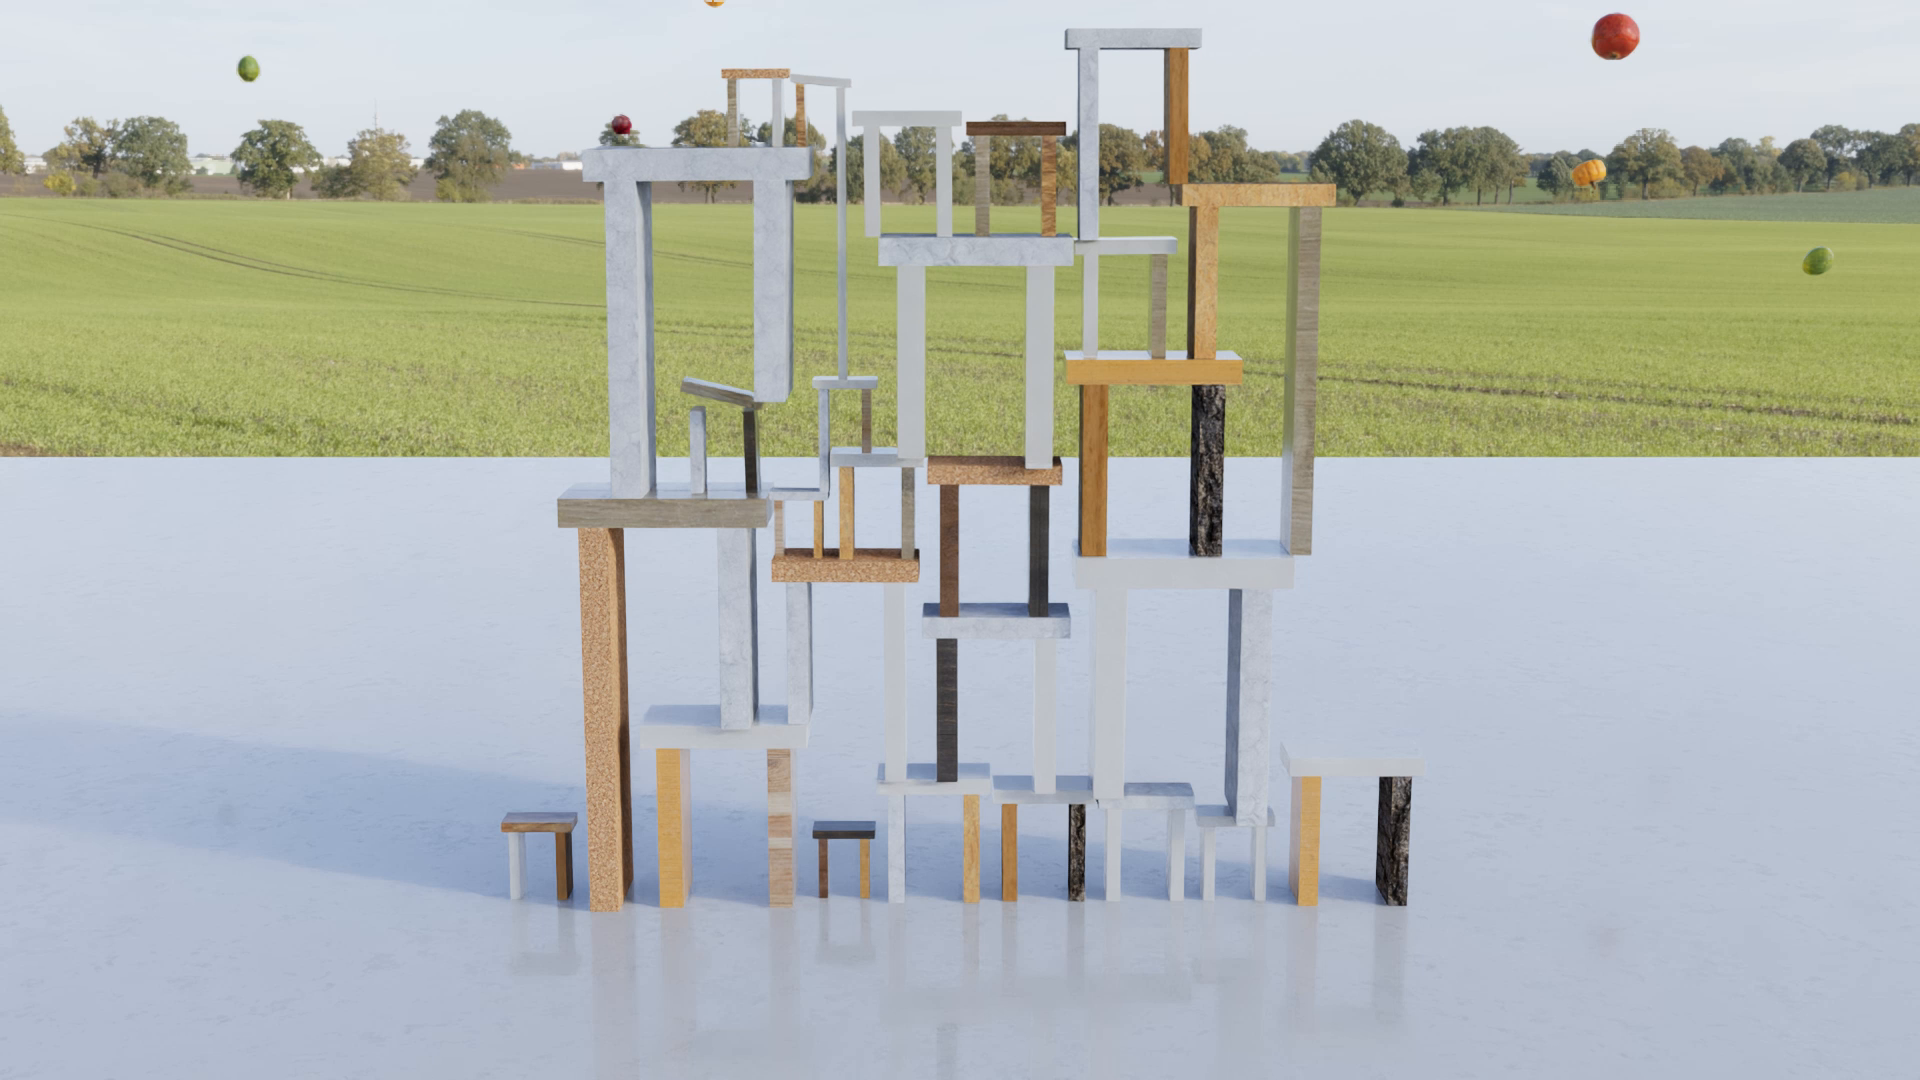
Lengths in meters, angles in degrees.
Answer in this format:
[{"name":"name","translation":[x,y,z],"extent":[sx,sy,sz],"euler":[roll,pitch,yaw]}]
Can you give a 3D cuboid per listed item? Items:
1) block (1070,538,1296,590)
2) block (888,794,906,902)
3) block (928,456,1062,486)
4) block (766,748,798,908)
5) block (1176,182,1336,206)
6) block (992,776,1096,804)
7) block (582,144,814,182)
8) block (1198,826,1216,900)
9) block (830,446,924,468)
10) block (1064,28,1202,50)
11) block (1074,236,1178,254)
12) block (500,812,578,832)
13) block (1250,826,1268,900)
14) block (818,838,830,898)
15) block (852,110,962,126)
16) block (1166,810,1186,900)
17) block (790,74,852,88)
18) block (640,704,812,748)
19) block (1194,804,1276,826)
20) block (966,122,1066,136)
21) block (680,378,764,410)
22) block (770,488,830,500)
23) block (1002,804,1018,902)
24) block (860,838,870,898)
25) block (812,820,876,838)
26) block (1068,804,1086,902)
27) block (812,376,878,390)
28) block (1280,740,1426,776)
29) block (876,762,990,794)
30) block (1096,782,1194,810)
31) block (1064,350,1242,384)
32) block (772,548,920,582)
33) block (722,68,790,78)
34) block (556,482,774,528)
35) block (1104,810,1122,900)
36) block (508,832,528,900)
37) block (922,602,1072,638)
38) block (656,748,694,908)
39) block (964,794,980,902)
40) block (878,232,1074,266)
[{"name":"block","translation":[0.357,0.037,3.566],"extent":[0.347,0.049,0.173],"euler":[0,11,0]},{"name":"block","translation":[-0.105,0.498,3.654],"extent":[0.026,0.185,0.093],"euler":[0,10,0]},{"name":"block","translation":[0.055,-0.112,3.538],"extent":[0.215,0.030,0.108],"euler":[0,11,0]},{"name":"block","translation":[-0.293,0.457,3.646],"extent":[0.038,0.269,0.135],"euler":[0,11,0]},{"name":"block","translation":[0.462,-0.544,3.455],"extent":[0.237,0.034,0.118],"euler":[0,11,0]},{"name":"block","translation":[0.138,0.413,3.641],"extent":[0.167,0.024,0.084],"euler":[0,11,0]},{"name":"block","translation":[-0.406,-0.591,3.444],"extent":[0.342,0.048,0.171],"euler":[-1,12,0]},{"name":"block","translation":[0.411,0.528,3.655],"extent":[0.018,0.128,0.064],"euler":[0,11,0]},{"name":"block","translation":[-0.133,-0.133,3.536],"extent":[0.149,0.021,0.075],"euler":[0,11,0]},{"name":"block","translation":[0.268,-0.777,3.411],"extent":[0.206,0.029,0.103],"euler":[0,11,0]},{"name":"block","translation":[0.259,-0.464,3.470],"extent":[0.161,0.023,0.081],"euler":[0,11,1]},{"name":"block","translation":[-0.697,0.468,3.646],"extent":[0.116,0.016,0.058],"euler":[0,11,0]},{"name":"block","translation":[0.496,0.528,3.655],"extent":[0.018,0.128,0.064],"euler":[0,11,0]},{"name":"block","translation":[-0.226,0.539,3.663],"extent":[0.015,0.103,0.051],"euler":[0,11,0]},{"name":"block","translation":[-0.082,-0.658,3.431],"extent":[0.169,0.024,0.085],"euler":[0,11,0]},{"name":"block","translation":[0.358,0.512,3.658],"extent":[0.022,0.158,0.079],"euler":[0,11,0]},{"name":"block","translation":[-0.216,-0.713,3.417],"extent":[0.095,0.013,0.047],"euler":[4,11,-3]},{"name":"block","translation":[-0.383,0.306,3.617],"extent":[0.269,0.038,0.135],"euler":[0,11,0]},{"name":"block","translation":[0.454,0.456,3.640],"extent":[0.128,0.018,0.064],"euler":[0,11,0]},{"name":"block","translation":[0.087,-0.643,3.435],"extent":[0.155,0.022,0.077],"euler":[0,11,0]},{"name":"block","translation":[-0.379,-0.235,3.518],"extent":[0.131,0.019,0.066],"euler":[12,9,-3]},{"name":"block","translation":[-0.259,-0.074,3.543],"extent":[0.094,0.013,0.047],"euler":[0,11,0]},{"name":"block","translation":[0.082,0.507,3.658],"extent":[0.024,0.167,0.084],"euler":[0,11,0]},{"name":"block","translation":[-0.158,0.539,3.663],"extent":[0.015,0.103,0.051],"euler":[0,11,0]},{"name":"block","translation":[-0.192,0.481,3.652],"extent":[0.103,0.015,0.051],"euler":[0,11,0]},{"name":"block","translation":[0.194,0.507,3.658],"extent":[0.024,0.167,0.084],"euler":[0,11,0]},{"name":"block","translation":[-0.183,-0.251,3.511],"extent":[0.103,0.015,0.051],"euler":[0,11,0]},{"name":"block","translation":[0.645,0.359,3.622],"extent":[0.221,0.031,0.110],"euler":[0,11,0]},{"name":"block","translation":[-0.043,0.394,3.635],"extent":[0.185,0.026,0.093],"euler":[0,11,0]},{"name":"block","translation":[0.306,0.423,3.642],"extent":[0.158,0.022,0.079],"euler":[0,11,0]},{"name":"block","translation":[0.305,-0.275,3.504],"extent":[0.274,0.039,0.137],"euler":[0,11,1]},{"name":"block","translation":[-0.184,0.041,3.567],"extent":[0.235,0.033,0.117],"euler":[0,11,0]},{"name":"block","translation":[-0.317,-0.725,3.420],"extent":[0.104,0.015,0.052],"euler":[0,12,-1]},{"name":"block","translation":[-0.470,-0.057,3.543],"extent":[0.329,0.047,0.164],"euler":[0,11,0]},{"name":"block","translation":[0.253,0.512,3.658],"extent":[0.022,0.158,0.079],"euler":[0,11,0]},{"name":"block","translation":[-0.736,0.533,3.658],"extent":[0.016,0.116,0.058],"euler":[0,11,0]},{"name":"block","translation":[0.059,0.131,3.582],"extent":[0.239,0.034,0.119],"euler":[0,11,0]},{"name":"block","translation":[-0.473,0.457,3.646],"extent":[0.038,0.269,0.135],"euler":[0,11,0]},{"name":"block","translation":[0.019,0.498,3.654],"extent":[0.026,0.185,0.093],"euler":[0,11,0]},{"name":"block","translation":[0.025,-0.458,3.466],"extent":[0.301,0.043,0.150],"euler":[0,11,0]}]
